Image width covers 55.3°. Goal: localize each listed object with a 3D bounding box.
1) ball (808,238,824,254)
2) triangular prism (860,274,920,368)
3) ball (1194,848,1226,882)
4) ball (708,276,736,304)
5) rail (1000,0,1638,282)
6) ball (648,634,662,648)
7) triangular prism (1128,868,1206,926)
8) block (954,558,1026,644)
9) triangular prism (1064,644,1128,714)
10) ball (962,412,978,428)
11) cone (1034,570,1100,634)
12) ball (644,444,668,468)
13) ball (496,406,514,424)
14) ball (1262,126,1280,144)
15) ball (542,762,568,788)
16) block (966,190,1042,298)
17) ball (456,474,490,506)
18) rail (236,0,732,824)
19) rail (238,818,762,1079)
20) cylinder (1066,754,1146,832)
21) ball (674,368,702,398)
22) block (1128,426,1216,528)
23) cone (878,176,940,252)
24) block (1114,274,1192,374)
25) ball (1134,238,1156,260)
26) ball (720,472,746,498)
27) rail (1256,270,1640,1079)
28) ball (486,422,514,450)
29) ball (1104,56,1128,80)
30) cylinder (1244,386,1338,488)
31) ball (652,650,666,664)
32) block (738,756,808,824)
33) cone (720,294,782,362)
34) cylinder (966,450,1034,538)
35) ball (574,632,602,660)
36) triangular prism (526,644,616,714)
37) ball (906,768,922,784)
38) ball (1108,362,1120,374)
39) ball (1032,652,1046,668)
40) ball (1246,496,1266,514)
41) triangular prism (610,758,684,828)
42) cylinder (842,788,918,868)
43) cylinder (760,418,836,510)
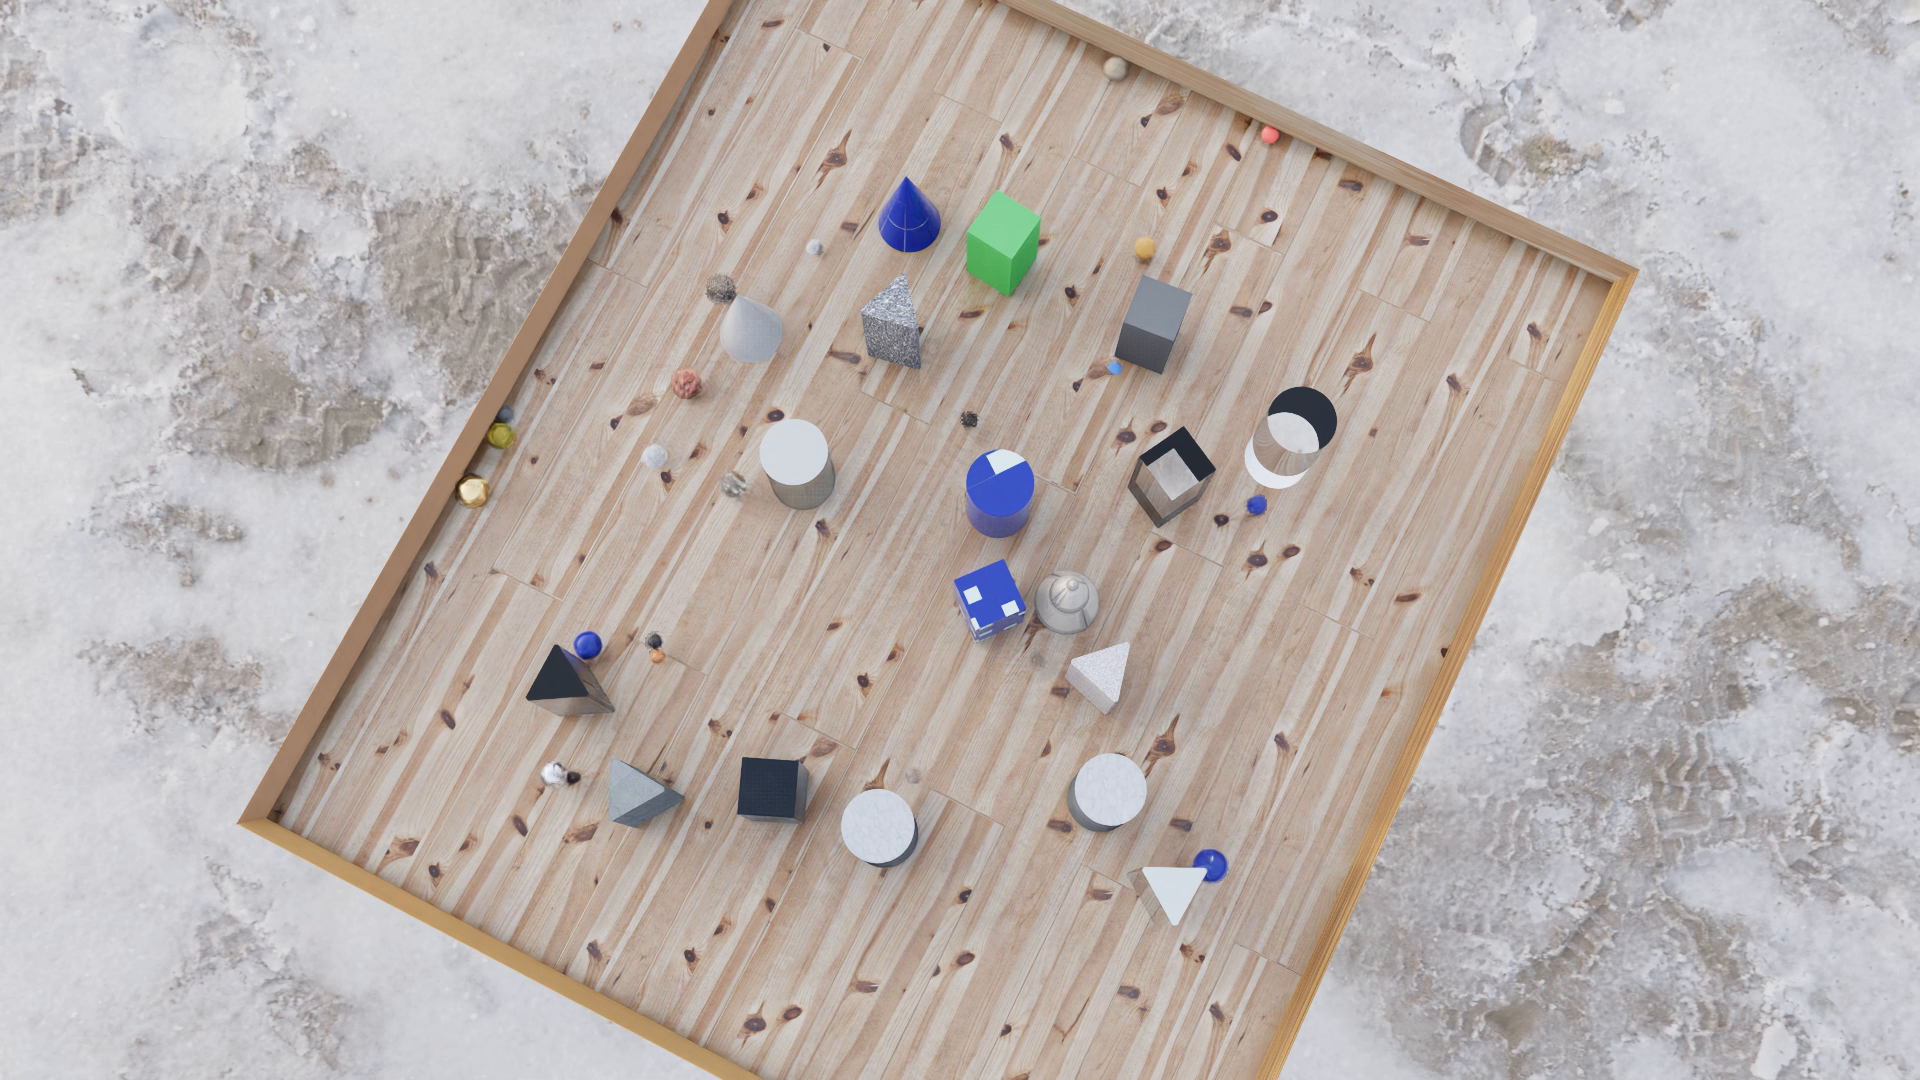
[{"bbox_3d":[-0.456,-0.927,5.784,0.048,0.048,0.048,0,78,0],"label":"ball"},{"bbox_3d":[-0.185,-0.669,5.548,0.173,0.406,0.149,17,79,3],"label":"triangular prism"},{"bbox_3d":[0.732,0.953,5.369,0.098,0.098,0.098,0,78,0],"label":"ball"},{"bbox_3d":[-0.744,-0.783,5.733,0.089,0.089,0.089,0,78,0],"label":"ball"},{"bbox_3d":[0.748,-1.459,5.851,2.998,0.129,0.045,26,80,5],"label":"rail"},{"bbox_3d":[-0.920,0.306,5.531,0.044,0.044,0.044,0,78,0],"label":"ball"},{"bbox_3d":[0.557,0.973,5.174,0.149,0.472,0.173,31,80,6],"label":"triangular prism"},{"bbox_3d":[0.086,0.183,5.444,0.159,0.264,0.159,-23,79,-5],"label":"block"},{"bbox_3d":[0.429,0.381,5.368,0.173,0.333,0.149,42,81,8],"label":"triangular prism"},{"bbox_3d":[0.031,-0.370,5.669,0.048,0.048,0.048,0,78,0],"label":"ball"},{"bbox_3d":[0.325,0.153,5.404,0.199,0.355,0.199,0,78,0],"label":"cone"},{"bbox_3d":[-0.937,-0.258,5.632,0.074,0.074,0.074,0,78,0],"label":"ball"},{"bbox_3d":[-1.408,-0.387,5.668,0.056,0.056,0.056,0,78,0],"label":"ball"},{"bbox_3d":[0.992,-1.296,5.856,0.056,0.056,0.056,0,78,0],"label":"ball"},{"bbox_3d":[-1.201,0.696,5.433,0.078,0.078,0.078,0,78,0],"label":"ball"},{"bbox_3d":[0.132,-0.907,5.630,0.159,0.341,0.159,33,80,6],"label":"block"},{"bbox_3d":[-1.488,-0.152,5.597,0.100,0.100,0.100,0,78,0],"label":"ball"},{"bbox_3d":[-1.320,-0.639,5.682,0.045,0.129,3.394,26,80,5],"label":"rail"},{"bbox_3d":[-0.748,1.472,5.245,2.998,0.129,0.045,26,80,5],"label":"rail"},{"bbox_3d":[0.417,0.730,5.264,0.199,0.394,0.199,0,78,0],"label":"cylinder"},{"bbox_3d":[-0.843,-0.485,5.672,0.088,0.088,0.088,0,78,0],"label":"ball"},{"bbox_3d":[0.627,-0.182,5.457,0.159,0.386,0.159,-34,80,-7],"label":"block"},{"bbox_3d":[-0.160,-1.046,5.640,0.199,0.378,0.199,0,78,0],"label":"cone"},{"bbox_3d":[0.586,-0.652,5.580,0.159,0.336,0.159,22,79,4],"label":"block"},{"bbox_3d":[0.584,-0.918,5.772,0.069,0.069,0.069,0,78,0],"label":"ball"},{"bbox_3d":[-0.694,-0.169,5.612,0.078,0.078,0.078,0,78,0],"label":"ball"},{"bbox_3d":[1.320,0.653,5.414,0.045,0.129,3.394,26,80,5],"label":"rail"},{"bbox_3d":[-1.413,-0.320,5.640,0.084,0.084,0.084,0,78,0],"label":"ball"},{"bbox_3d":[0.500,-1.517,5.891,0.077,0.077,0.077,0,78,0],"label":"ball"},{"bbox_3d":[0.980,-0.300,5.457,0.199,0.434,0.199,0,78,0],"label":"cylinder"},{"bbox_3d":[-0.909,0.351,5.522,0.044,0.044,0.044,0,78,0],"label":"ball"},{"bbox_3d":[-0.536,0.726,5.288,0.159,0.350,0.159,4,78,1],"label":"block"},{"bbox_3d":[-0.656,-0.689,5.578,0.199,0.356,0.199,0,78,0],"label":"cone"},{"bbox_3d":[0.117,-0.135,5.484,0.199,0.314,0.199,0,78,0],"label":"cylinder"},{"bbox_3d":[-1.118,0.317,5.508,0.085,0.085,0.085,0,78,0],"label":"ball"},{"bbox_3d":[-1.128,0.406,5.325,0.173,0.407,0.149,-4,78,-1],"label":"triangular prism"},{"bbox_3d":[-0.138,0.702,5.447,0.047,0.047,0.047,0,78,0],"label":"ball"},{"bbox_3d":[0.481,-0.537,5.707,0.041,0.041,0.041,0,78,0],"label":"ball"},{"bbox_3d":[0.238,0.363,5.517,0.048,0.048,0.048,0,78,0],"label":"ball"},{"bbox_3d":[0.906,-0.106,5.609,0.059,0.059,0.059,0,78,0],"label":"ball"},{"bbox_3d":[-0.932,0.709,5.278,0.173,0.375,0.149,-29,80,-6],"label":"triangular prism"},{"bbox_3d":[-0.223,0.824,5.204,0.199,0.475,0.199,0,78,0],"label":"cylinder"},{"bbox_3d":[-0.484,-0.222,5.493,0.199,0.332,0.199,0,78,0],"label":"cylinder"}]
